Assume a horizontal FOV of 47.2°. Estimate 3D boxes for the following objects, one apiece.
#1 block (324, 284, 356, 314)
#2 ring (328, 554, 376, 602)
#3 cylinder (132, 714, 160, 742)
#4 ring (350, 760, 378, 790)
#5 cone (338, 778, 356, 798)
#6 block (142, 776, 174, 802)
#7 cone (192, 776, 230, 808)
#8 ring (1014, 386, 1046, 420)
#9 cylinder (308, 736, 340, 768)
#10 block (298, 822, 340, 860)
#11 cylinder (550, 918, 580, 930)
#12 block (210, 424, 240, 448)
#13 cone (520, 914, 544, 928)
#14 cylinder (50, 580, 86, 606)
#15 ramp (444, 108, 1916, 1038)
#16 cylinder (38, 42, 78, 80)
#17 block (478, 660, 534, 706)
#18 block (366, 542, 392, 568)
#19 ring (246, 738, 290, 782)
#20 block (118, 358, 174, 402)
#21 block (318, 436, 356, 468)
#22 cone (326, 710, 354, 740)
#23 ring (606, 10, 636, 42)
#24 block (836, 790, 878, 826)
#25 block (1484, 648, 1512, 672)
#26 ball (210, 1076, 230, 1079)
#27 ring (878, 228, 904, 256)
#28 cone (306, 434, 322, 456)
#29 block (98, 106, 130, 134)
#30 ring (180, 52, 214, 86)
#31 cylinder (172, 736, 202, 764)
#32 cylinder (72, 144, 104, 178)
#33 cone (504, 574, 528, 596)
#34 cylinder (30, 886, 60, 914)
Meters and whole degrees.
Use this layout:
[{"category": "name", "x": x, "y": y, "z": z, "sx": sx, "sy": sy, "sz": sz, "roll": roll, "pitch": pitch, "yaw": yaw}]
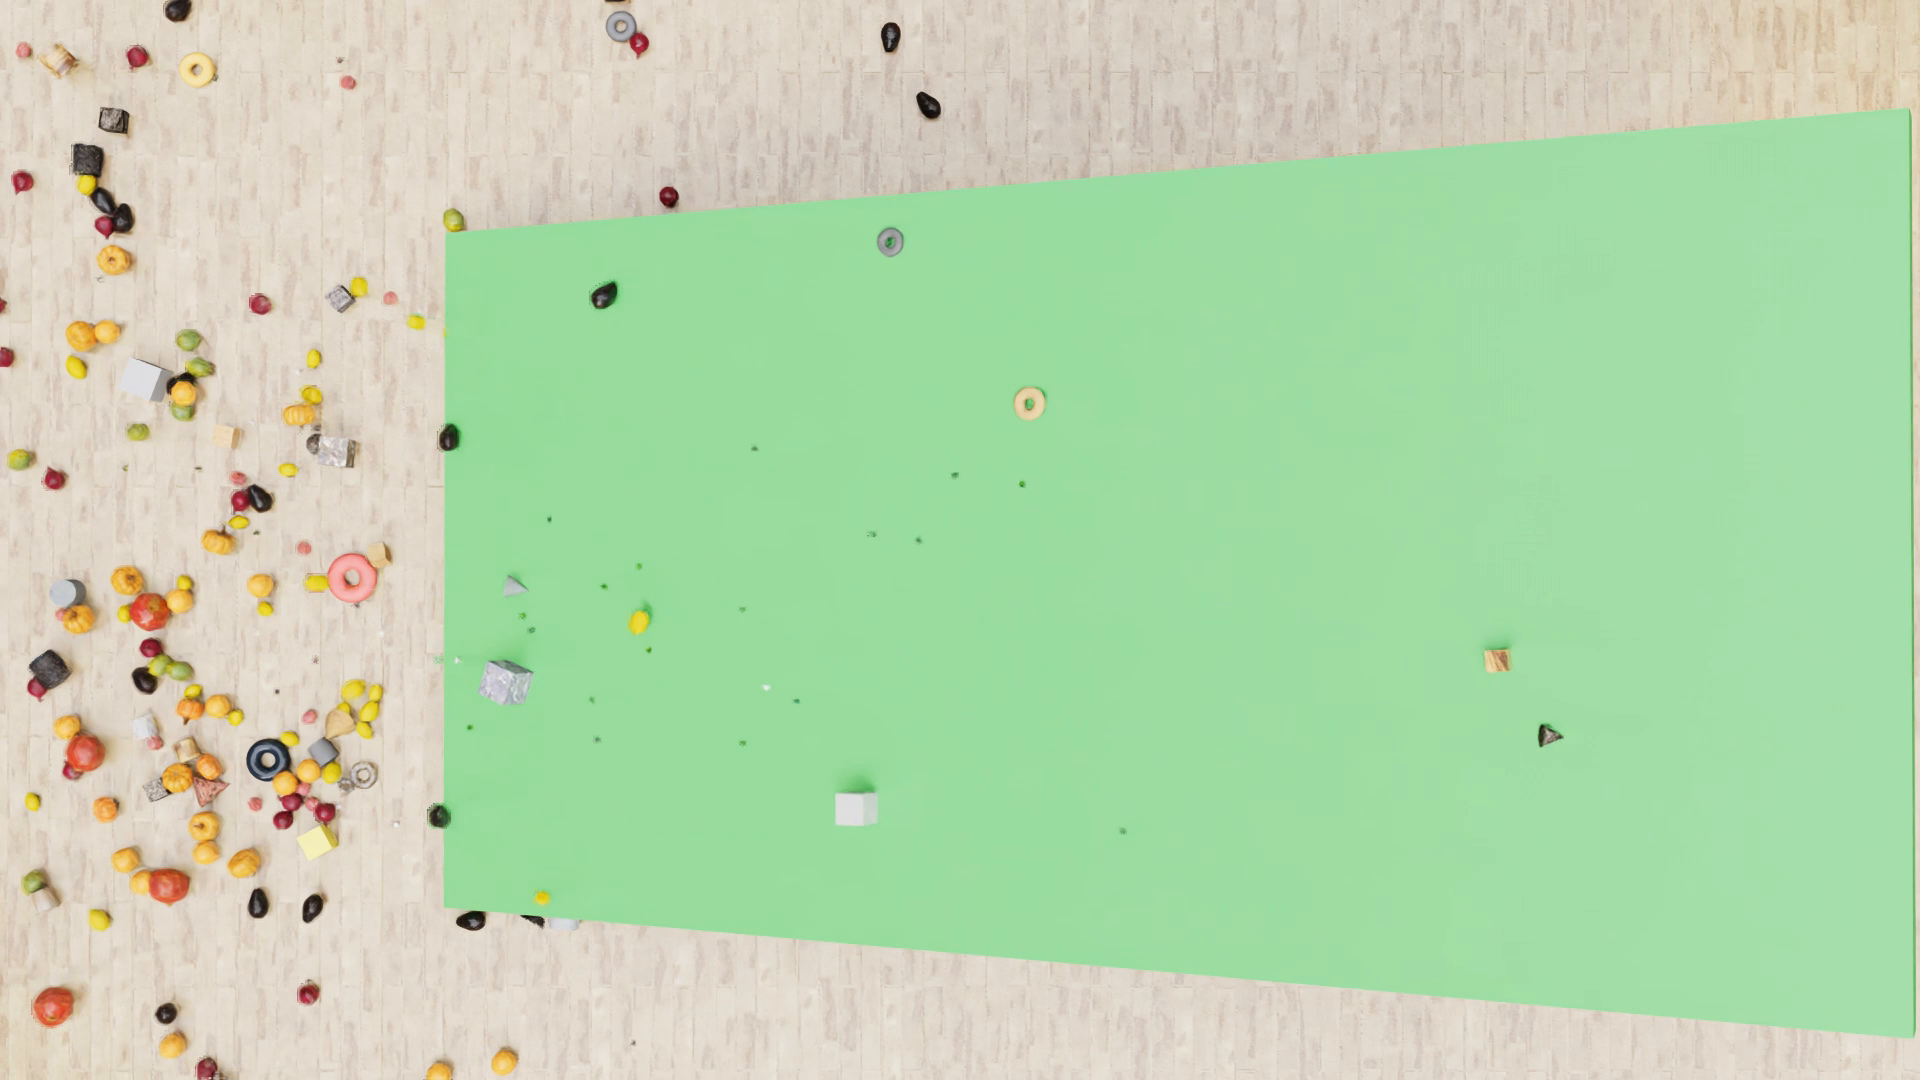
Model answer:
[{"category": "block", "x": -1.858, "y": -0.723, "z": 6.592, "sx": 0.058, "sy": 0.058, "sz": 0.058, "roll": -41, "pitch": 90, "yaw": 0}, {"category": "ring", "x": -1.821, "y": 0.114, "z": 6.587, "sx": 0.150, "sy": 0.050, "sz": 0.150, "roll": 0, "pitch": 89, "yaw": 1}, {"category": "cylinder", "x": -2.437, "y": 0.561, "z": 6.577, "sx": 0.060, "sy": 0.060, "sz": 0.060, "roll": -26, "pitch": 104, "yaw": 0}, {"category": "ring", "x": -1.787, "y": 0.705, "z": 6.591, "sx": 0.087, "sy": 0.029, "sz": 0.087, "roll": 0, "pitch": 88, "yaw": 0}, {"category": "cone", "x": -1.848, "y": 0.754, "z": 6.592, "sx": 0.057, "sy": 0.057, "sz": 0.057, "roll": 30, "pitch": 116, "yaw": 0}, {"category": "block", "x": -2.398, "y": 0.745, "z": 6.576, "sx": 0.057, "sy": 0.057, "sz": 0.057, "roll": -26, "pitch": 89, "yaw": 0}, {"category": "cone", "x": -2.233, "y": 0.742, "z": 6.583, "sx": 0.099, "sy": 0.099, "sz": 0.099, "roll": -13, "pitch": 89, "yaw": -27}, {"category": "ring", "x": 0.179, "y": -0.350, "z": 5.650, "sx": 0.089, "sy": 0.030, "sz": 0.089, "roll": 0, "pitch": 89, "yaw": 28}, {"category": "cylinder", "x": -1.902, "y": 0.633, "z": 6.572, "sx": 0.069, "sy": 0.069, "sz": 0.069, "roll": -37, "pitch": 90, "yaw": 0}, {"category": "block", "x": -1.916, "y": 0.901, "z": 6.565, "sx": 0.077, "sy": 0.077, "sz": 0.077, "roll": -29, "pitch": 89, "yaw": 0}, {"category": "cylinder", "x": -1.177, "y": 1.114, "z": 6.557, "sx": 0.087, "sy": 0.087, "sz": 0.087, "roll": 2, "pitch": 89, "yaw": 0}, {"category": "block", "x": -2.199, "y": -0.310, "z": 6.586, "sx": 0.060, "sy": 0.060, "sz": 0.060, "roll": 10, "pitch": 89, "yaw": 0}, {"category": "cone", "x": -1.265, "y": 1.137, "z": 6.584, "sx": 0.076, "sy": 0.076, "sz": 0.076, "roll": -21, "pitch": 116, "yaw": 0}, {"category": "cylinder", "x": -2.666, "y": 0.157, "z": 6.572, "sx": 0.078, "sy": 0.078, "sz": 0.078, "roll": 0, "pitch": 89, "yaw": 0}, {"category": "ramp", "x": 0.279, "y": 0.079, "z": 5.667, "sx": 4.000, "sy": 0.100, "sz": 2.000, "roll": 0, "pitch": 89, "yaw": 27}, {"category": "cylinder", "x": -2.681, "y": -1.424, "z": 6.543, "sx": 0.079, "sy": 0.079, "sz": 0.079, "roll": -40, "pitch": 109, "yaw": 0}, {"category": "block", "x": -1.312, "y": 0.412, "z": 6.355, "sx": 0.098, "sy": 0.098, "sz": 0.098, "roll": 23, "pitch": 100, "yaw": 25}, {"category": "block", "x": -1.738, "y": 0.046, "z": 6.579, "sx": 0.052, "sy": 0.052, "sz": 0.052, "roll": -15, "pitch": 67, "yaw": 0}, {"category": "ring", "x": -2.072, "y": 0.659, "z": 6.585, "sx": 0.131, "sy": 0.044, "sz": 0.131, "roll": 0, "pitch": 90, "yaw": -1}, {"category": "block", "x": -2.431, "y": -0.477, "z": 6.568, "sx": 0.100, "sy": 0.100, "sz": 0.100, "roll": 21, "pitch": 89, "yaw": 0}, {"category": "block", "x": -1.863, "y": -0.262, "z": 6.574, "sx": 0.084, "sy": 0.084, "sz": 0.084, "roll": 6, "pitch": 89, "yaw": 0}, {"category": "cone", "x": -1.865, "y": 0.568, "z": 6.544, "sx": 0.091, "sy": 0.091, "sz": 0.091, "roll": 6, "pitch": 120, "yaw": 11}, {"category": "ring", "x": -1.019, "y": -1.545, "z": 6.614, "sx": 0.094, "sy": 0.031, "sz": 0.094, "roll": 0, "pitch": 89, "yaw": 1}, {"category": "block", "x": -0.274, "y": 0.712, "z": 5.837, "sx": 0.083, "sy": 0.083, "sz": 0.083, "roll": -1, "pitch": 89, "yaw": 27}, {"category": "block", "x": 1.247, "y": 0.279, "z": 5.093, "sx": 0.051, "sy": 0.051, "sz": 0.051, "roll": -5, "pitch": 87, "yaw": 27}, {"category": "ball", "x": -2.206, "y": 1.644, "z": 6.549, "sx": 0.092, "sy": 0.092, "sz": 0.092, "roll": 0, "pitch": 89, "yaw": 0}, {"category": "ring", "x": -0.184, "y": -0.791, "z": 5.840, "sx": 0.078, "sy": 0.026, "sz": 0.078, "roll": 0, "pitch": 91, "yaw": 26}, {"category": "cone", "x": -1.935, "y": -0.288, "z": 6.584, "sx": 0.065, "sy": 0.065, "sz": 0.065, "roll": 0, "pitch": 89, "yaw": 0}, {"category": "block", "x": -2.537, "y": -1.258, "z": 6.595, "sx": 0.064, "sy": 0.064, "sz": 0.064, "roll": 6, "pitch": 89, "yaw": 0}, {"category": "ring", "x": -2.294, "y": -1.414, "z": 6.611, "sx": 0.105, "sy": 0.035, "sz": 0.105, "roll": 0, "pitch": 88, "yaw": 1}, {"category": "cylinder", "x": -2.311, "y": 0.628, "z": 6.574, "sx": 0.063, "sy": 0.063, "sz": 0.063, "roll": -26, "pitch": 87, "yaw": 0}, {"category": "cylinder", "x": -2.611, "y": -1.136, "z": 6.584, "sx": 0.083, "sy": 0.083, "sz": 0.083, "roll": 4, "pitch": 89, "yaw": 0}, {"category": "cone", "x": -1.281, "y": 0.141, "z": 6.380, "sx": 0.067, "sy": 0.067, "sz": 0.067, "roll": 21, "pitch": 89, "yaw": -16}, {"category": "cylinder", "x": -2.734, "y": 1.076, "z": 6.569, "sx": 0.065, "sy": 0.065, "sz": 0.065, "roll": -23, "pitch": 88, "yaw": 0}]
